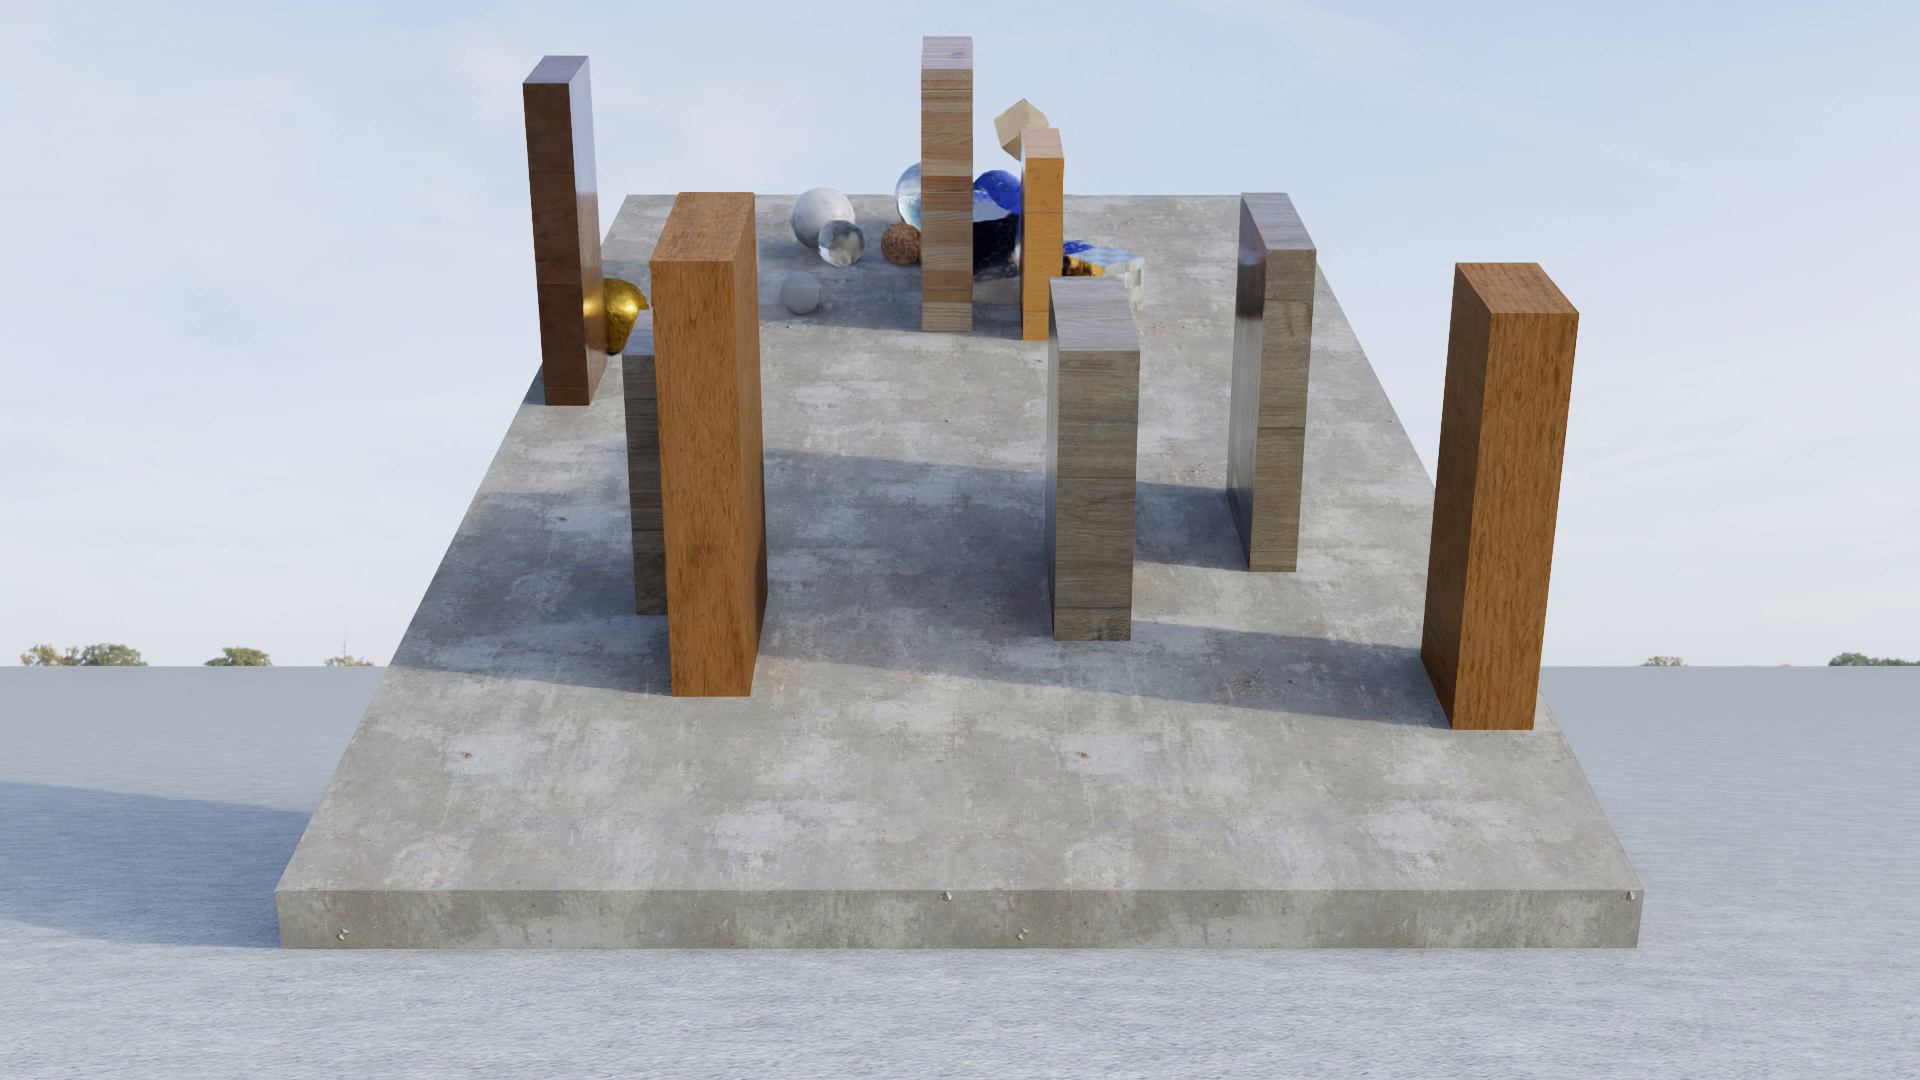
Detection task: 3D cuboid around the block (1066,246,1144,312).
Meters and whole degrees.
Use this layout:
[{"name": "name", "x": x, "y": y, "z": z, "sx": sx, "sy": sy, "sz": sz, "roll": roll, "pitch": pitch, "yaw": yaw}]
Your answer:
[{"name": "block", "x": 0.372, "y": -0.662, "z": 5.955, "sx": 0.142, "sy": 0.142, "sz": 0.142, "roll": -18, "pitch": 29, "yaw": -36}]

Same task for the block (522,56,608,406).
[{"name": "block", "x": -0.899, "y": -0.708, "z": 5.292, "sx": 0.101, "sy": 0.741, "sz": 0.305, "roll": 0, "pitch": 23, "yaw": 0}]

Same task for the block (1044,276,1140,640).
[{"name": "block", "x": 0.237, "y": -0.157, "z": 4.247, "sx": 0.137, "sy": 0.547, "sz": 0.440, "roll": 0, "pitch": 23, "yaw": 0}]

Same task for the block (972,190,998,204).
[{"name": "block", "x": 0.006, "y": -0.871, "z": 6.419, "sx": 0.162, "sy": 0.162, "sz": 0.162, "roll": -5, "pitch": 24, "yaw": -12}]

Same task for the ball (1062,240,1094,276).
[{"name": "ball", "x": 0.305, "y": -0.715, "z": 6.075, "sx": 0.146, "sy": 0.146, "sz": 0.146, "roll": 0, "pitch": -3, "yaw": 0}]

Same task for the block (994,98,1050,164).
[{"name": "block", "x": 0.179, "y": -1.144, "z": 6.482, "sx": 0.109, "sy": 0.109, "sz": 0.109, "roll": -31, "pitch": -37, "yaw": 26}]

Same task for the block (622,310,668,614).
[{"name": "block", "x": -0.550, "y": -0.144, "z": 4.272, "sx": 0.089, "sy": 0.502, "sz": 0.261, "roll": 0, "pitch": 23, "yaw": 0}]

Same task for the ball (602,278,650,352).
[{"name": "ball", "x": -0.845, "y": -0.547, "z": 5.624, "sx": 0.180, "sy": 0.180, "sz": 0.180, "roll": 0, "pitch": -3, "yaw": 0}]

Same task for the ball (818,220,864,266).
[{"name": "ball", "x": -0.325, "y": -0.812, "z": 6.320, "sx": 0.129, "sy": 0.129, "sz": 0.129, "roll": 0, "pitch": -3, "yaw": 0}]

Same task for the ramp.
[{"name": "ramp", "x": -0.007, "y": -0.225, "z": 5.235, "sx": 2.000, "sy": 0.100, "sz": 4.000, "roll": 0, "pitch": 23, "yaw": 0}]

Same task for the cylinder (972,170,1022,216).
[{"name": "cylinder", "x": 0.131, "y": -0.946, "z": 6.571, "sx": 0.170, "sy": 0.170, "sz": 0.170, "roll": 1, "pitch": 24, "yaw": -26}]

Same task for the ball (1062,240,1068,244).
[{"name": "ball", "x": 0.289, "y": -0.748, "z": 6.198, "sx": 0.109, "sy": 0.109, "sz": 0.109, "roll": 0, "pitch": -3, "yaw": 0}]

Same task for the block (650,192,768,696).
[{"name": "block", "x": -0.425, "y": -0.170, "z": 3.994, "sx": 0.132, "sy": 0.769, "sz": 0.431, "roll": 0, "pitch": 23, "yaw": 0}]

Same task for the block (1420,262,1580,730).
[{"name": "block", "x": 0.884, "y": -0.071, "z": 3.826, "sx": 0.135, "sy": 0.722, "sz": 0.279, "roll": 0, "pitch": 23, "yaw": 0}]

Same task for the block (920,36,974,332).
[{"name": "block", "x": -0.032, "y": -0.906, "z": 5.861, "sx": 0.125, "sy": 0.662, "sz": 0.407, "roll": 0, "pitch": 23, "yaw": 0}]

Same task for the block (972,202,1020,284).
[{"name": "block", "x": 0.046, "y": -0.803, "z": 6.250, "sx": 0.169, "sy": 0.169, "sz": 0.169, "roll": -12, "pitch": 26, "yaw": -26}]

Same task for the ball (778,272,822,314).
[{"name": "ball", "x": -0.409, "y": -0.633, "z": 5.922, "sx": 0.111, "sy": 0.111, "sz": 0.111, "roll": 0, "pitch": -3, "yaw": 0}]

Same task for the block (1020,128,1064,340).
[{"name": "block", "x": 0.203, "y": -0.769, "z": 5.797, "sx": 0.094, "sy": 0.461, "sz": 0.313, "roll": 0, "pitch": 23, "yaw": 0}]

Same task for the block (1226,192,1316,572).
[{"name": "block", "x": 0.600, "y": -0.312, "z": 4.498, "sx": 0.090, "sy": 0.638, "sz": 0.408, "roll": 0, "pitch": 23, "yaw": 0}]

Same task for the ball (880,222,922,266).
[{"name": "ball", "x": -0.159, "y": -0.812, "z": 6.336, "sx": 0.117, "sy": 0.117, "sz": 0.117, "roll": 0, "pitch": -3, "yaw": 0}]

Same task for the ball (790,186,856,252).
[{"name": "ball", "x": -0.383, "y": -0.894, "z": 6.448, "sx": 0.180, "sy": 0.180, "sz": 0.180, "roll": 0, "pitch": -3, "yaw": 0}]

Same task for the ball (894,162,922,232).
[{"name": "ball", "x": -0.087, "y": -0.985, "z": 6.630, "sx": 0.205, "sy": 0.205, "sz": 0.205, "roll": 0, "pitch": -3, "yaw": 0}]
